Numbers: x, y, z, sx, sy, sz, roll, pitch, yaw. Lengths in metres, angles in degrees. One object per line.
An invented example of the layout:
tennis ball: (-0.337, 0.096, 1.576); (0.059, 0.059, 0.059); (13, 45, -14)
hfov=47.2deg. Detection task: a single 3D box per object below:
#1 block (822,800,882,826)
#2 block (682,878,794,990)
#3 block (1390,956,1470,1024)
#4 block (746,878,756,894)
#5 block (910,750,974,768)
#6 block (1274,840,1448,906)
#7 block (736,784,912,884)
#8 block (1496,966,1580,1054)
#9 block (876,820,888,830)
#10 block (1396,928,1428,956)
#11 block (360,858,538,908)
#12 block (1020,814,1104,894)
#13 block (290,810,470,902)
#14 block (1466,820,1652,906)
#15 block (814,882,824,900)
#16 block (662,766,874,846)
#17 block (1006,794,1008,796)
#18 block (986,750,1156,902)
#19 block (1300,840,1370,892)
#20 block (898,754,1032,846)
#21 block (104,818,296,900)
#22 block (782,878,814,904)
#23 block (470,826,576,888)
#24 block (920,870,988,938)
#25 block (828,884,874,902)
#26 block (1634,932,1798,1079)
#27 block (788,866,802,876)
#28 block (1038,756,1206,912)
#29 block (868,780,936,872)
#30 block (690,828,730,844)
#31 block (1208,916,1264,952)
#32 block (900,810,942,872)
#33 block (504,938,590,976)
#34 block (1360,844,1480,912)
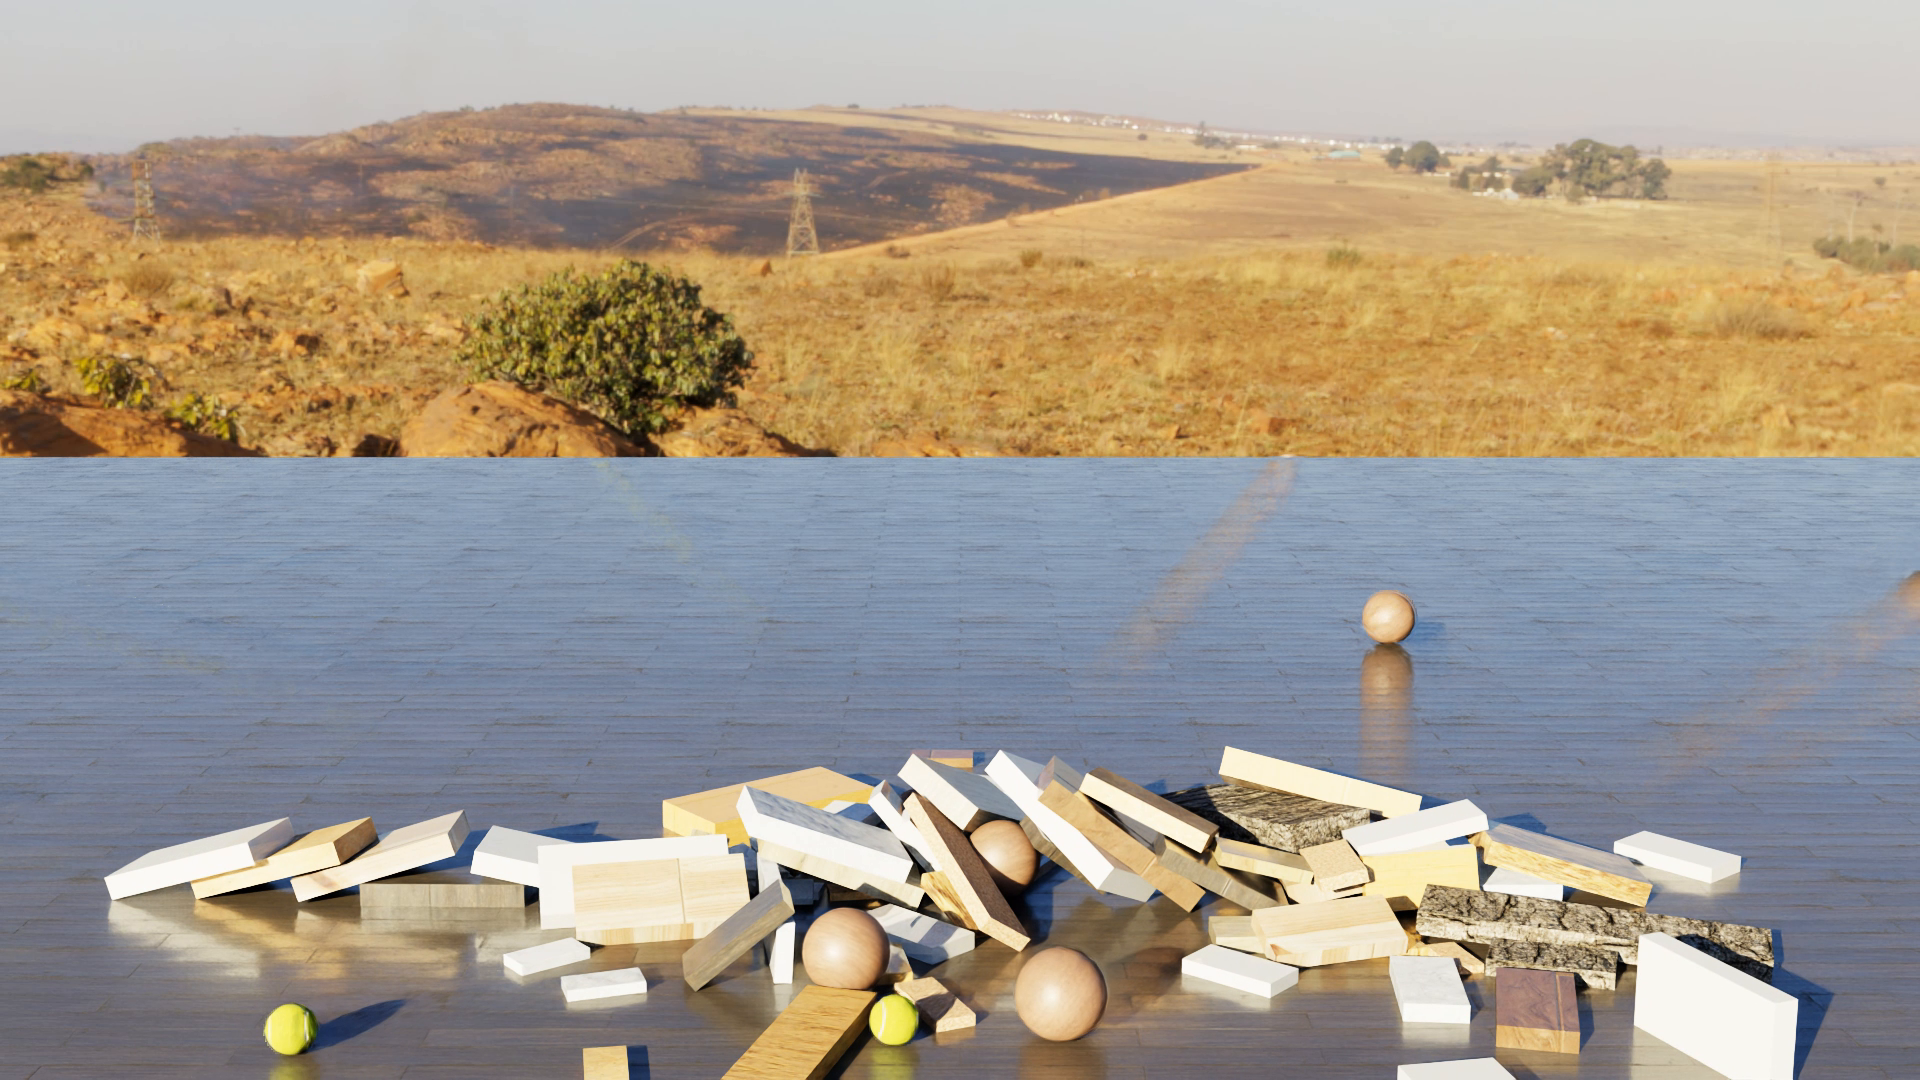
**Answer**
block: (-0.222, 0.506, 3.851); (0.095, 0.027, 0.191); (3, 16, 26)
block: (-0.333, 0.590, 3.293); (0.187, 0.027, 0.094); (-38, 15, 0)
block: (0.688, 0.658, 3.229); (0.094, 0.027, 0.187); (1, 11, 5)
block: (-0.368, 0.566, 3.675); (0.093, 0.013, 0.046); (20, 10, 6)
block: (-0.037, 0.440, 4.429); (0.126, 0.018, 0.063); (0, 11, 2)
block: (0.667, 0.541, 3.659); (0.276, 0.039, 0.138); (-13, 10, -1)
block: (-0.222, 0.480, 3.587); (0.274, 0.039, 0.137); (20, 7, -18)
block: (0.824, 0.671, 3.147); (0.111, 0.031, 0.222); (2, 11, 13)
block: (-0.201, 0.532, 3.856); (0.095, 0.027, 0.191); (1, 15, 17)
block: (0.686, 0.627, 3.431); (0.048, 0.014, 0.095); (-3, 11, -17)
block: (-0.847, 0.570, 3.670); (0.270, 0.038, 0.135); (0, 11, 1)
block: (0.175, 0.520, 3.641); (0.164, 0.023, 0.082); (37, 8, -27)
block: (-0.963, 0.525, 3.667); (0.270, 0.038, 0.135); (-17, 10, 2)
block: (0.995, 0.534, 3.662); (0.276, 0.039, 0.138); (16, 10, -3)
block: (-0.276, 0.584, 3.667); (0.093, 0.013, 0.046); (2, 11, 9)
block: (-0.351, 0.492, 4.059); (0.350, 0.050, 0.175); (-8, 13, -38)
block: (0.177, 0.490, 4.050); (0.213, 0.030, 0.107); (-4, 8, 15)
block: (0.187, 0.475, 3.658); (0.309, 0.044, 0.154); (44, 12, 37)
block: (0.612, 0.533, 3.601); (0.078, 0.022, 0.156); (-13, 10, -1)
block: (0.025, 0.453, 3.798); (0.154, 0.044, 0.309); (37, 4, 27)
block: (-1.266, 0.531, 3.669); (0.274, 0.039, 0.137); (-15, 7, 14)
block: (-0.289, 0.581, 3.628); (0.093, 0.013, 0.046); (-1, 35, -1)
block: (-0.664, 0.543, 3.665); (0.270, 0.038, 0.135); (12, 10, -1)
block: (0.011, 0.583, 3.538); (0.082, 0.023, 0.164); (-6, 26, -28)
block: (-0.172, 0.585, 3.662); (0.094, 0.013, 0.047); (-2, 11, -9)
block: (1.028, 0.646, 3.004); (0.038, 0.134, 0.267); (-4, 11, -22)
block: (-0.314, 0.531, 3.783); (0.016, 0.057, 0.113); (-24, 31, -31)
block: (0.266, 0.483, 3.634); (0.309, 0.044, 0.154); (37, 9, -3)
block: (-0.080, 0.496, 3.711); (0.027, 0.191, 0.095); (-39, 3, 6)
block: (-0.430, 0.541, 3.641); (0.064, 0.018, 0.129); (16, 44, -1)
block: (0.487, 0.618, 3.447); (0.184, 0.026, 0.092); (0, 11, -1)
block: (-0.036, 0.518, 3.659); (0.023, 0.164, 0.082); (-39, 8, 12)
block: (-0.632, 0.638, 3.368); (0.116, 0.016, 0.058); (-8, 13, -38)
block: (0.748, 0.551, 3.576); (0.184, 0.092, 0.026); (-5, 2, -1)
